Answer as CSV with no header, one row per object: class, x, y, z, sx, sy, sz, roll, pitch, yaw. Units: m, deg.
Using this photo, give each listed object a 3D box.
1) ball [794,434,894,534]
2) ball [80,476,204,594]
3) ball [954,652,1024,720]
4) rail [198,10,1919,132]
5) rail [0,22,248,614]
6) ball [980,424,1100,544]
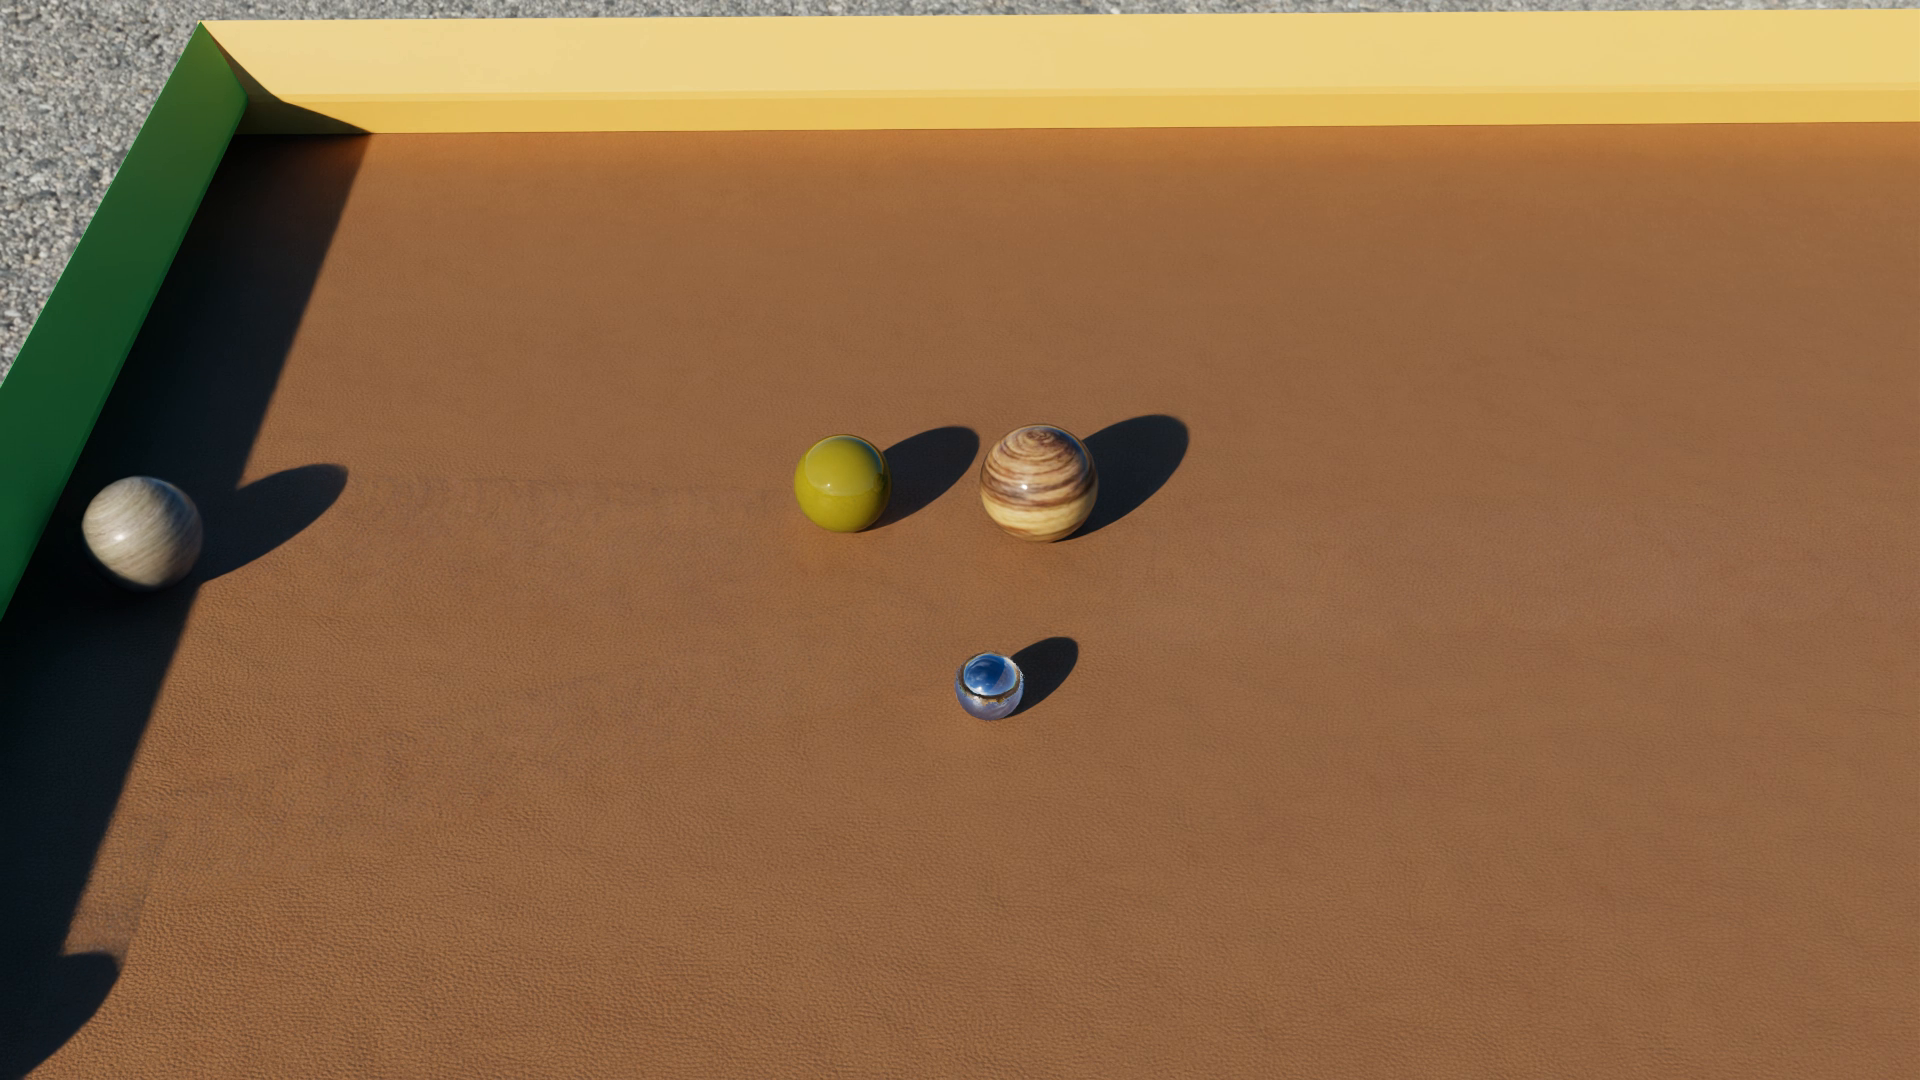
ball,-0.085,-0.041,1.864,0.072,0.072,0.072,0,35,0
ball,-0.575,-0.004,1.803,0.083,0.083,0.083,0,35,0
ball,0.019,0.096,1.693,0.046,0.046,0.046,0,35,0
rail,0.672,-0.428,2.375,2.734,0.112,0.045,-1,35,-1
rail,-0.660,-0.011,1.785,0.045,0.112,1.448,-1,35,-1
ball,0.057,-0.041,1.852,0.087,0.087,0.087,0,35,0
